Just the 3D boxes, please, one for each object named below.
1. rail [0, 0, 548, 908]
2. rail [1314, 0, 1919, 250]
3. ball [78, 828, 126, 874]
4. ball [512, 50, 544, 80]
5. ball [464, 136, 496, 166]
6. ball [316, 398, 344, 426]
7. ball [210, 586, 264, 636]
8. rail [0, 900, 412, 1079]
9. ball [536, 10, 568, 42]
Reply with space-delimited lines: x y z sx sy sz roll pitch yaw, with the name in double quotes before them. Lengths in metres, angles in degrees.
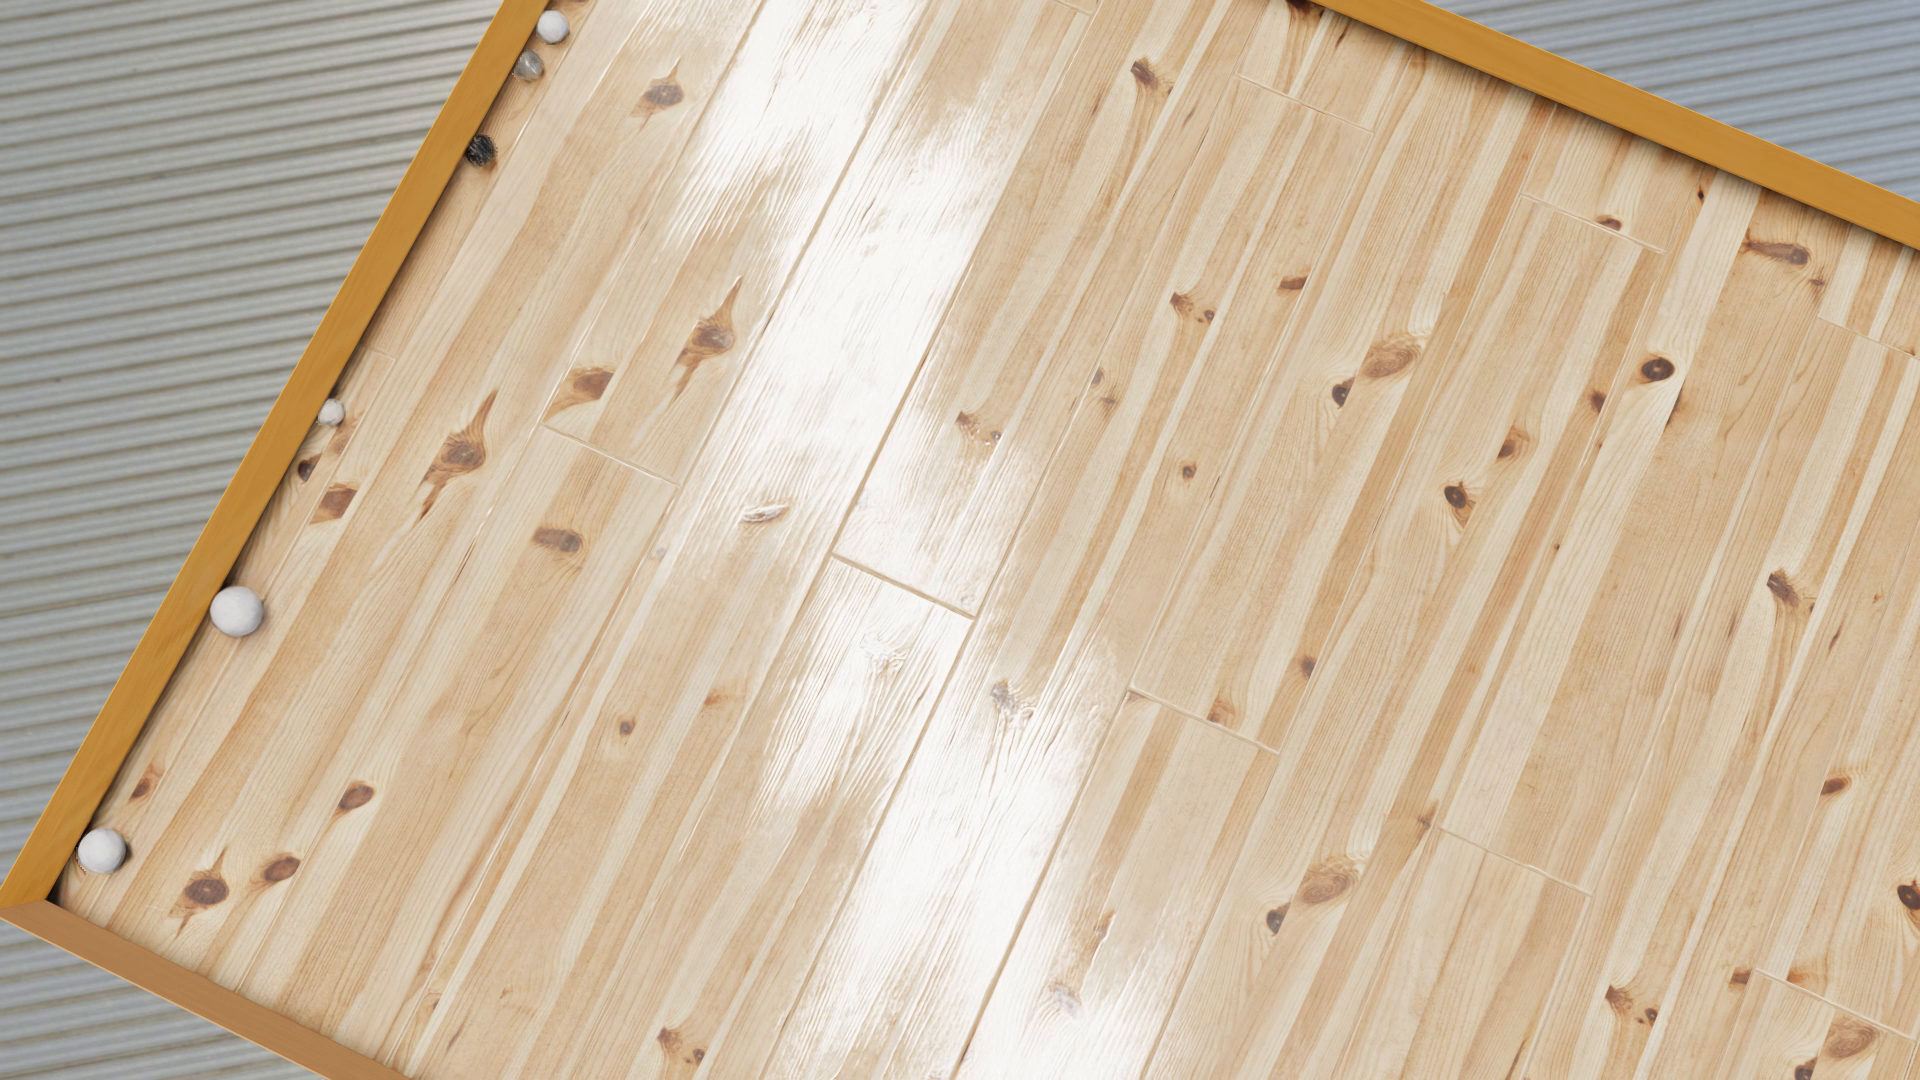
"rail" -0.908 -0.411 3.433 0.045 0.099 2.194 24 77 6
"rail" 1.379 -0.535 3.465 4.096 0.099 0.045 24 77 6
"ball" -1.258 0.455 3.225 0.066 0.066 0.066 0 75 0
"ball" -0.698 -0.767 3.553 0.049 0.049 0.049 0 75 0
"ball" -0.767 -0.622 3.515 0.048 0.048 0.048 0 75 0
"ball" -0.976 -0.199 3.408 0.042 0.042 0.042 0 75 0
"ball" -1.088 0.107 3.311 0.076 0.076 0.076 0 75 0
"rail" 0.481 1.352 2.973 4.096 0.099 0.045 24 77 6
"ball" -0.661 -0.834 3.568 0.053 0.053 0.053 0 75 0
